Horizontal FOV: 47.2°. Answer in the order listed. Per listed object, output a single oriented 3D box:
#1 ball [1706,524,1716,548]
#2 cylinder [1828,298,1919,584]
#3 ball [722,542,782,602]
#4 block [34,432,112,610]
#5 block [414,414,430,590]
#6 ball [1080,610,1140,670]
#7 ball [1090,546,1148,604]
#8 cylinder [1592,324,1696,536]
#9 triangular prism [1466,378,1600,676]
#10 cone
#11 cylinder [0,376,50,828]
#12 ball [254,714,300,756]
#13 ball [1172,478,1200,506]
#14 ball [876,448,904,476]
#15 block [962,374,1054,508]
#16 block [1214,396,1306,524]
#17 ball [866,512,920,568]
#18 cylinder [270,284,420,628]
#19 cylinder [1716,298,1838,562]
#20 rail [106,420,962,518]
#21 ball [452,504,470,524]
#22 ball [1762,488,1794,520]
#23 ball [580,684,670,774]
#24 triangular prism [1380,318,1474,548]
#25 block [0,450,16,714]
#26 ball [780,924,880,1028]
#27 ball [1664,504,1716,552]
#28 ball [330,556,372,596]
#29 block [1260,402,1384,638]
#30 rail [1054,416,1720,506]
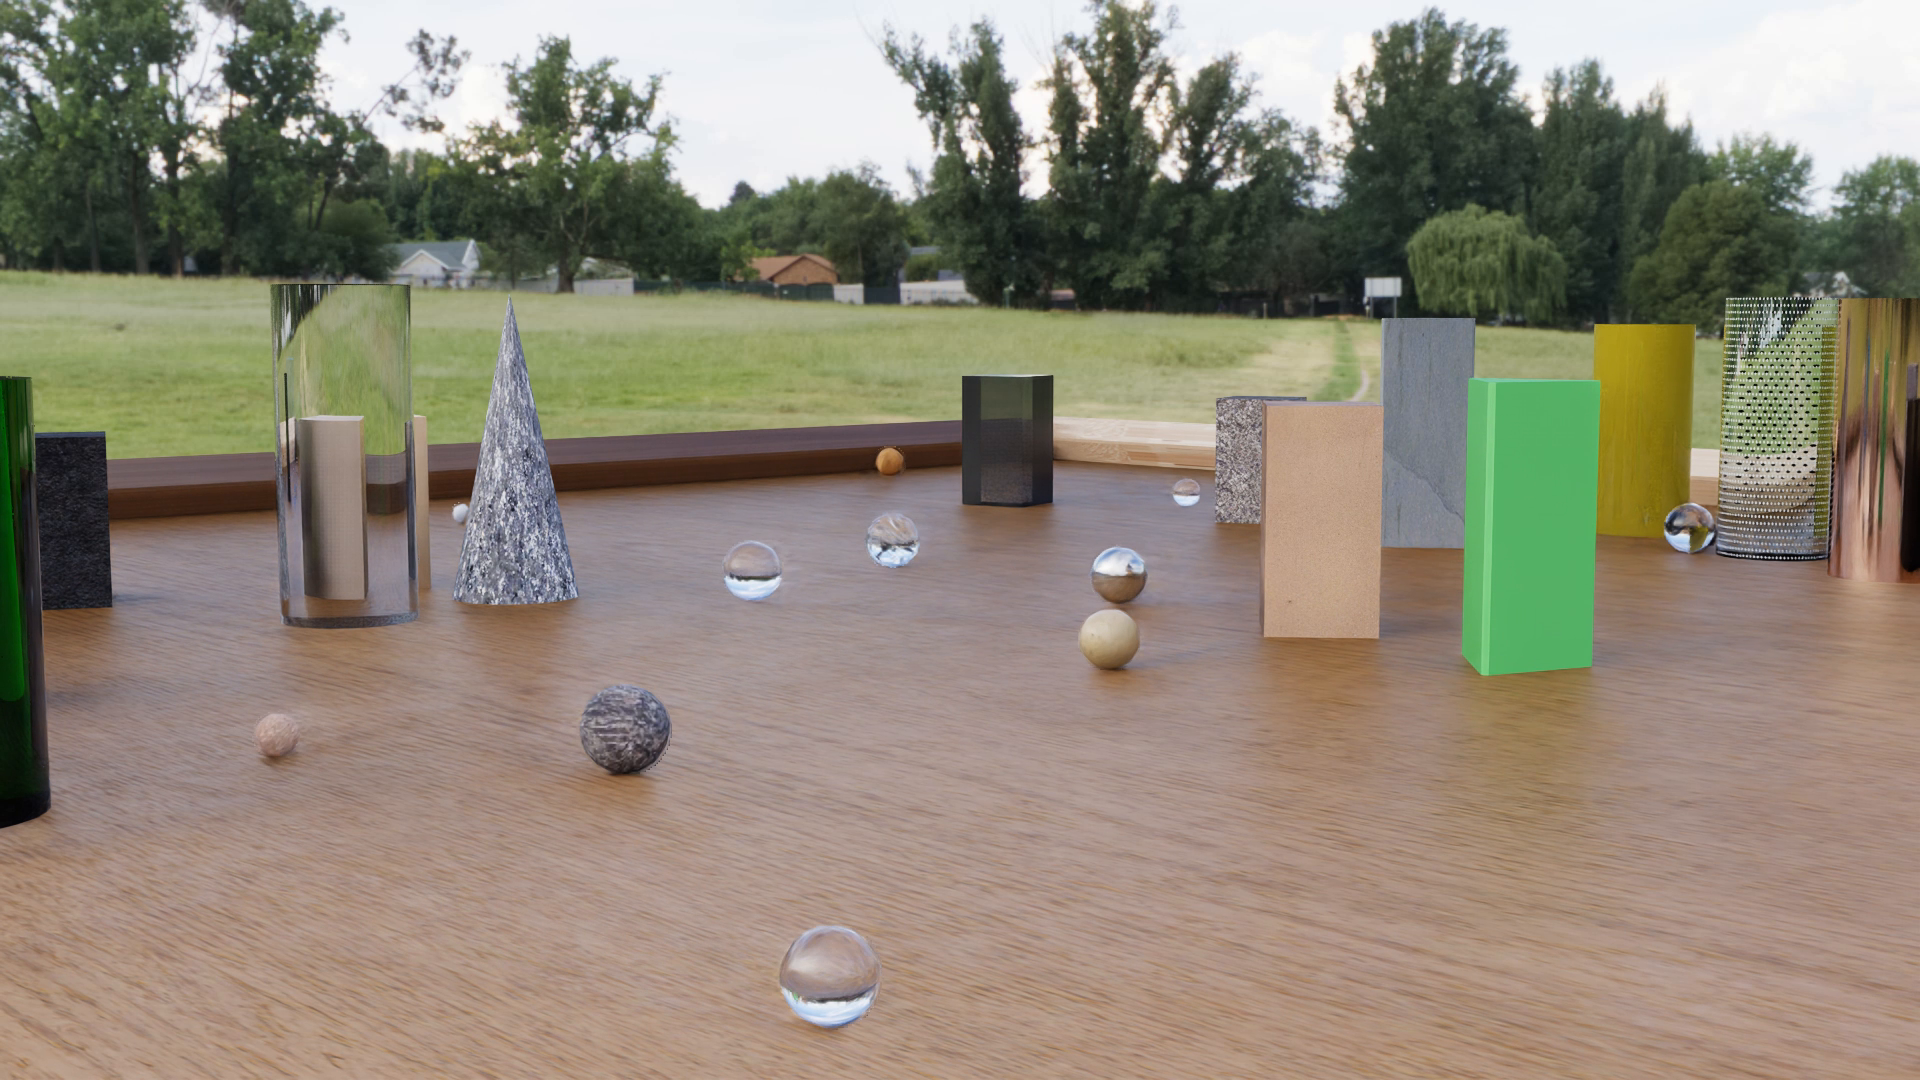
[{"bbox_3d":[1.396,-0.011,4.120,0.050,0.050,0.050,0,6,0],"label":"ball"},{"bbox_3d":[1.553,-0.169,3.652,0.193,0.462,0.193,0,6,0],"label":"cylinder"},{"bbox_3d":[-0.317,0.048,3.357,0.091,0.091,0.091,0,6,0],"label":"ball"},{"bbox_3d":[-1.370,-0.031,3.325,0.155,0.256,0.155,-2,6,-21],"label":"block"},{"bbox_3d":[-0.951,-0.062,3.527,0.155,0.275,0.155,-4,7,-30],"label":"block"},{"bbox_3d":[0.186,0.123,2.726,0.075,0.075,0.075,0,6,0],"label":"ball"},{"bbox_3d":[0.241,0.053,3.336,0.086,0.086,0.086,0,6,0],"label":"ball"},{"bbox_3d":[1.359,-0.222,4.384,0.193,0.414,0.193,0,6,0],"label":"cylinder"},{"bbox_3d":[0.685,-0.023,2.764,0.167,0.357,0.145,-3,7,-25],"label":"triangular prism"},{"bbox_3d":[-0.691,-0.146,3.396,0.193,0.469,0.193,0,6,0],"label":"cone"},{"bbox_3d":[-0.907,0.052,1.922,0.193,0.384,0.193,0,6,0],"label":"cylinder"},{"bbox_3d":[-0.682,0.195,2.194,0.043,0.043,0.043,0,6,0],"label":"ball"},{"bbox_3d":[0.512,-0.107,4.967,0.064,0.064,0.064,0,6,0],"label":"ball"},{"bbox_3d":[-0.187,-0.208,5.876,0.075,0.075,0.075,0,6,0],"label":"ball"},{"bbox_3d":[0.110,-0.230,5.038,0.155,0.293,0.155,3,7,29],"label":"block"},{"bbox_3d":[0.635,-0.171,4.637,0.155,0.259,0.155,2,6,22],"label":"block"},{"bbox_3d":[-0.116,0.000,3.800,0.094,0.094,0.094,0,6,0],"label":"ball"},{"bbox_3d":[-0.878,-0.124,3.142,0.193,0.478,0.193,0,6,0],"label":"cylinder"},{"bbox_3d":[1.473,-0.203,3.963,0.193,0.464,0.193,0,6,0],"label":"cylinder"},{"bbox_3d":[-1.481,-0.135,4.928,4.792,0.125,0.045,-6,8,-42],"label":"rail"},{"bbox_3d":[-1.036,-0.054,4.574,0.040,0.040,0.040,0,6,0],"label":"ball"},{"bbox_3d":[1.732,-0.075,4.658,0.066,0.066,0.066,0,6,0],"label":"ball"},{"bbox_3d":[-0.323,0.182,2.116,0.085,0.085,0.085,0,6,0],"label":"ball"},{"bbox_3d":[0.878,-0.206,4.168,0.167,0.427,0.145,1,6,8],"label":"triangular prism"},{"bbox_3d":[-1.153,0.045,2.438,0.155,0.290,0.155,-4,7,-35],"label":"block"},{"bbox_3d":[-0.081,0.271,1.369,0.063,0.063,0.063,0,6,0],"label":"ball"},{"bbox_3d":[1.335,-0.022,4.027,0.091,0.091,0.091,0,6,0],"label":"ball"},{"bbox_3d":[-0.946,0.056,3.416,0.063,0.063,0.063,0,6,0],"label":"ball"},{"bbox_3d":[0.499,-0.032,3.050,0.155,0.314,0.155,1,6,5],"label":"block"},{"bbox_3d":[1.743,-0.135,4.932,0.045,0.125,4.416,-6,8,-42],"label":"rail"}]
